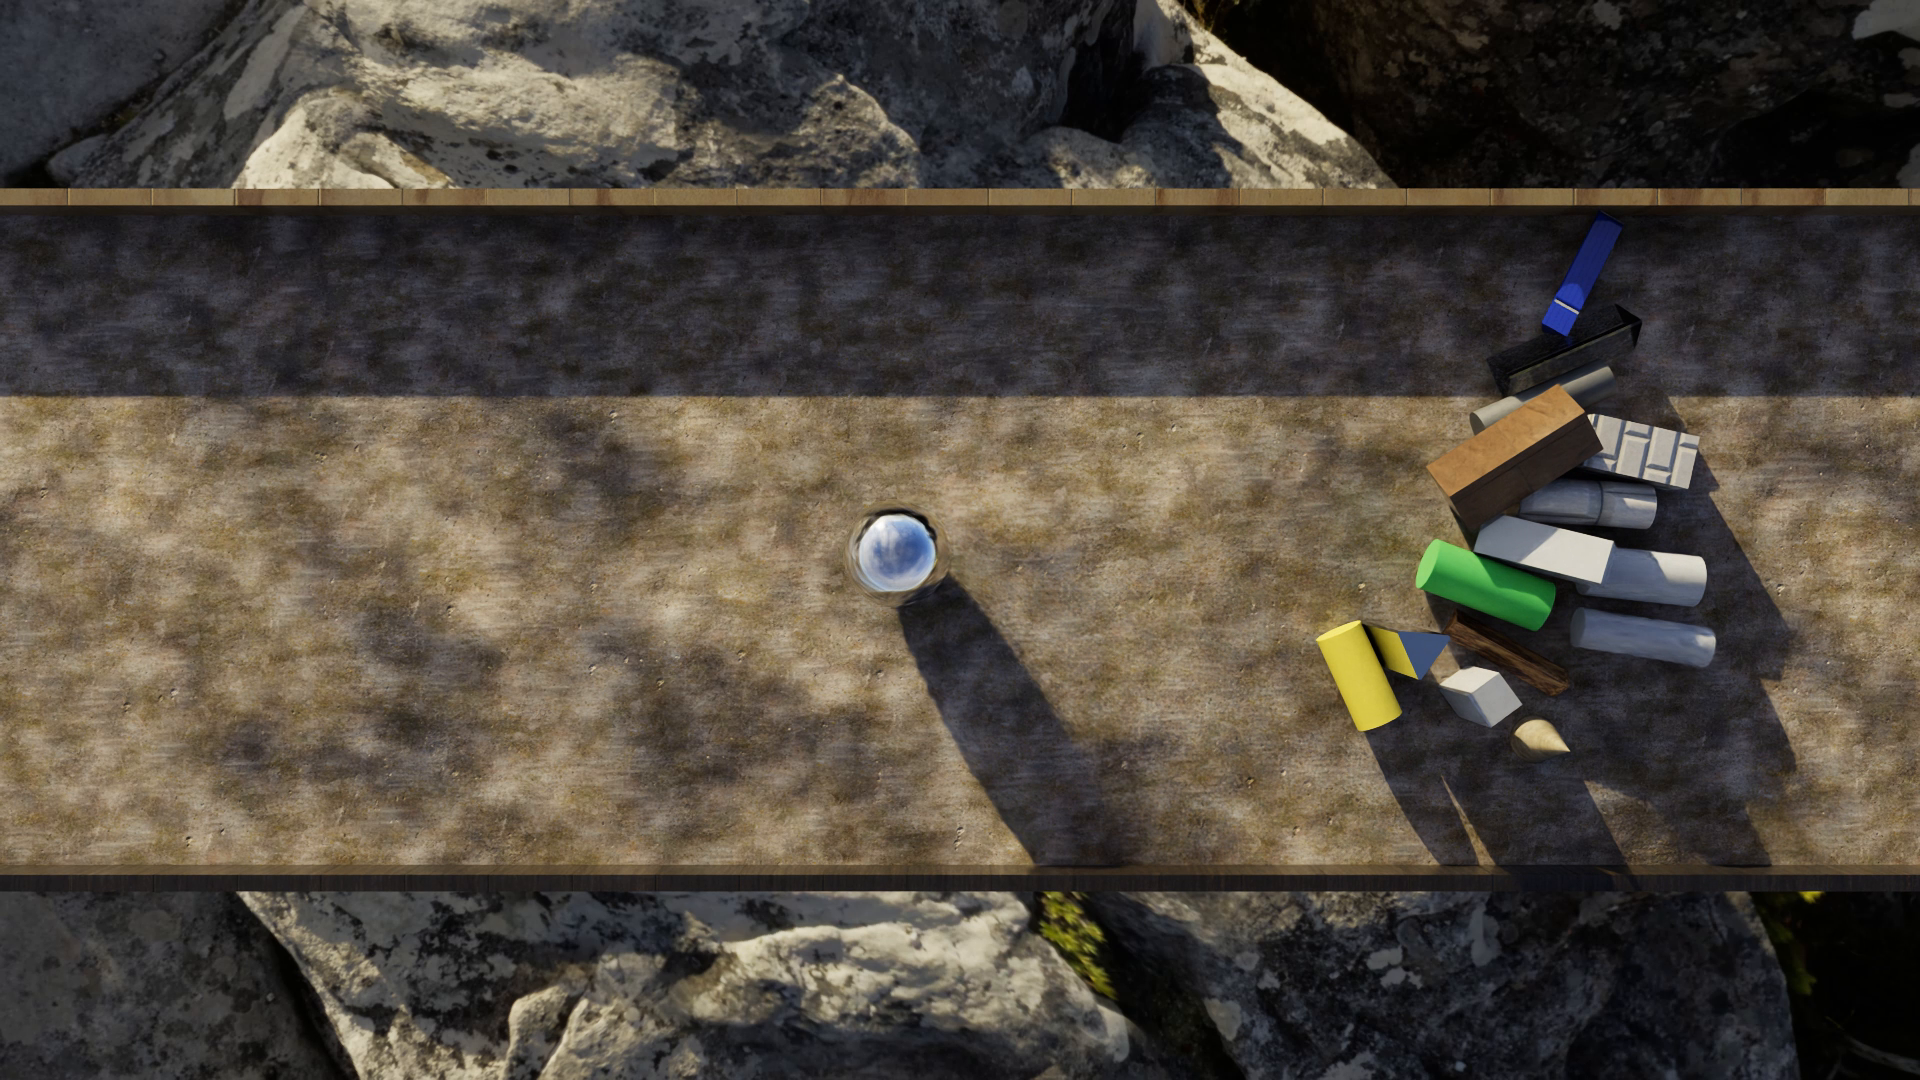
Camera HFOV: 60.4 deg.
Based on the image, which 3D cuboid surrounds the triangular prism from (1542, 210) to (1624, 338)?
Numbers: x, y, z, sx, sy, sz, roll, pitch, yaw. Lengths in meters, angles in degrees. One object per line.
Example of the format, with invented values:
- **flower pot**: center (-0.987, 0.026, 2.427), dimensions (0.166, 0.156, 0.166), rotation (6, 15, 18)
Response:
- **triangular prism**: center (1.877, -0.814, 5.017), dimensions (0.079, 0.091, 0.385), rotation (27, 90, -38)

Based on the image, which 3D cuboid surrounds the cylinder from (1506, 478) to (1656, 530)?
- **cylinder**: center (1.883, -0.115, 5.007), dimensions (0.408, 0.139, 0.139), rotation (4, 90, 0)

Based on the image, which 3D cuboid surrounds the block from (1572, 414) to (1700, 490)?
- **block**: center (2.033, -0.265, 4.997), dimensions (0.320, 0.159, 0.159), rotation (12, 90, 0)

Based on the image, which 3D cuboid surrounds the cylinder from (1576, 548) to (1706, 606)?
- **cylinder**: center (2.060, 0.107, 4.999), dimensions (0.335, 0.156, 0.156), rotation (6, 90, 0)

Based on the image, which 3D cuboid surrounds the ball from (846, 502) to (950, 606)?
- **ball**: center (-0.185, 0.041, 4.919), dimensions (0.314, 0.314, 0.314), rotation (0, 90, 0)

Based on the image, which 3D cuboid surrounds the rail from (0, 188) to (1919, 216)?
- **rail**: center (-2.247, -1.025, 5.002), dimensions (12.000, 0.150, 0.050), rotation (0, 90, 0)

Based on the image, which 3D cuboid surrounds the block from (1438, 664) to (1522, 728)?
- **block**: center (1.548, 0.464, 4.924), dimensions (0.114, 0.305, 0.114), rotation (-36, 90, 0)

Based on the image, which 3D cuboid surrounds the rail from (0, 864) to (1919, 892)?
- **rail**: center (-2.247, 1.025, 5.001), dimensions (12.000, 0.150, 0.050), rotation (0, 90, 0)

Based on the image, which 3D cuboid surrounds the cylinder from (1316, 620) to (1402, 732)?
- **cylinder**: center (1.211, 0.412, 5.005), dimensions (0.144, 0.144, 0.301), rotation (-25, 90, 0)

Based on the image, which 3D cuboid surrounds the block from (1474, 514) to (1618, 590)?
- **block**: center (1.748, 0.029, 4.930), dimensions (0.372, 0.129, 0.129), rotation (16, 88, 28)

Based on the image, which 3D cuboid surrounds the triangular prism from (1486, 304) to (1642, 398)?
- **triangular prism**: center (1.846, -0.572, 5.008), dimensions (0.430, 0.129, 0.149), rotation (-23, 90, 0)

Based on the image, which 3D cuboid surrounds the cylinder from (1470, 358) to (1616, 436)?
- **cylinder**: center (1.772, -0.414, 5.016), dimensions (0.417, 0.122, 0.122), rotation (-23, 90, 0)

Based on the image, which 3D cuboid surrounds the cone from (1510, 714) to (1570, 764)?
- **cone**: center (1.767, 0.612, 4.926), dimensions (0.151, 0.302, 0.151), rotation (0, 90, 0)

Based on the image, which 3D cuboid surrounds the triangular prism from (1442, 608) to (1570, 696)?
- **triangular prism**: center (1.676, 0.346, 5.035), dimensions (0.394, 0.079, 0.091), rotation (29, 90, 0)

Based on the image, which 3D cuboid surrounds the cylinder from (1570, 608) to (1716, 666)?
- **cylinder**: center (2.074, 0.296, 5.017), dimensions (0.396, 0.120, 0.120), rotation (9, 90, 0)

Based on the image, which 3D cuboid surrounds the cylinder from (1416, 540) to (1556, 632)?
- **cylinder**: center (1.591, 0.137, 4.997), dimensions (0.373, 0.159, 0.159), rotation (21, 90, 0)

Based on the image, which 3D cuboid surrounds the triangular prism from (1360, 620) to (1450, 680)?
- **triangular prism**: center (1.278, 0.290, 4.858), dimensions (0.129, 0.432, 0.149), rotation (35, 90, -3)

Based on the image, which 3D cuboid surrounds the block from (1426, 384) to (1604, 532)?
- **block**: center (1.650, -0.244, 4.915), dimensions (0.449, 0.166, 0.166), rotation (-34, 125, 11)
